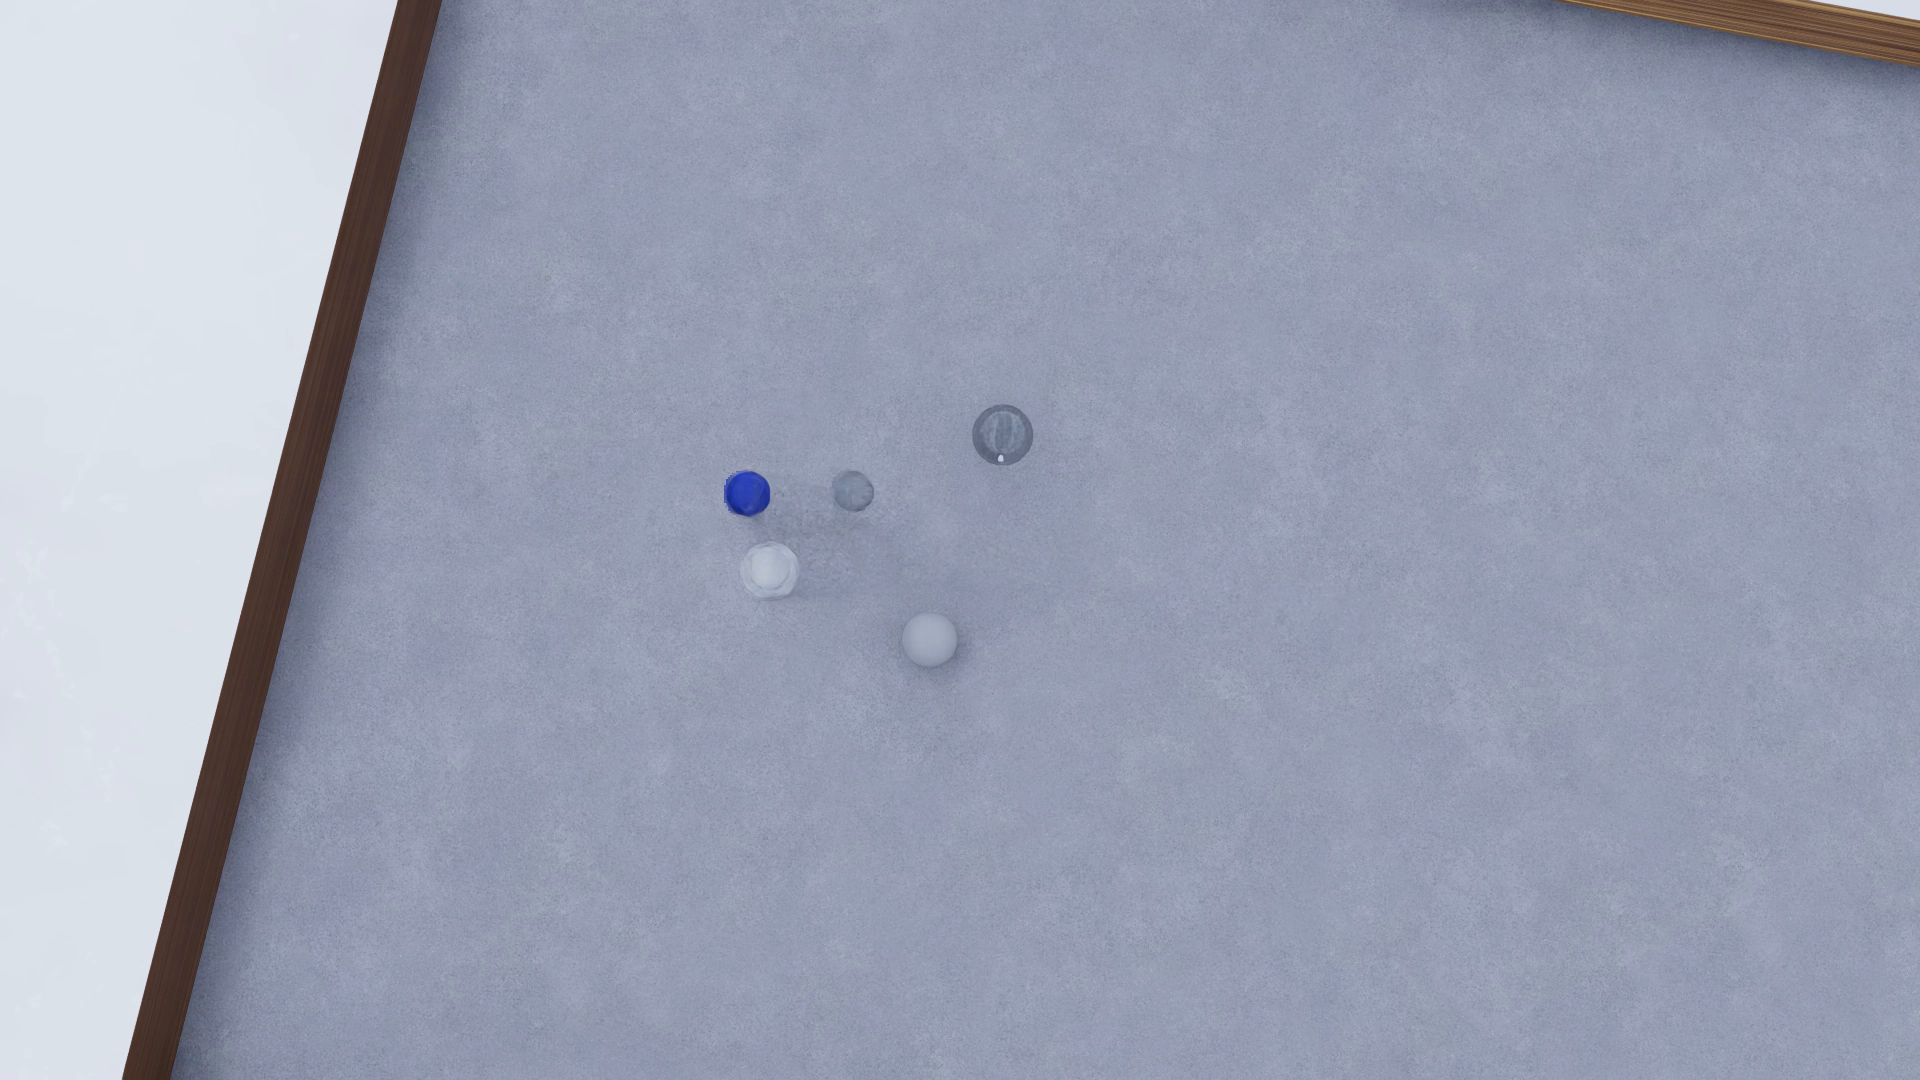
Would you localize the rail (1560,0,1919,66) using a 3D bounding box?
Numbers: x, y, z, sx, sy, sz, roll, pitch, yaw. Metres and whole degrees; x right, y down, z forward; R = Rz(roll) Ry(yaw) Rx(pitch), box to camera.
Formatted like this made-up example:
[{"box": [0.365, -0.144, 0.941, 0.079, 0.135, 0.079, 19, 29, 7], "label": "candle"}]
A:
[{"box": [1.177, -0.810, 3.402, 3.990, 0.121, 0.045, 11, 80, 2], "label": "rail"}]

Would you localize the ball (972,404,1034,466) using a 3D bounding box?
[{"box": [0.064, -0.157, 3.301, 0.093, 0.093, 0.093, 0, 80, 0], "label": "ball"}]

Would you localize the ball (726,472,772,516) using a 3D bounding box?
[{"box": [-0.317, -0.069, 3.298, 0.068, 0.068, 0.068, 0, 80, 0], "label": "ball"}]

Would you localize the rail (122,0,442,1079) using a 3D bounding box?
[{"box": [-0.956, -0.189, 3.292, 0.045, 0.121, 2.107, 11, 80, 2], "label": "rail"}]

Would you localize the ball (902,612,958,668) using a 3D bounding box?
[{"box": [-0.045, 0.147, 3.252, 0.083, 0.083, 0.083, 0, 80, 0], "label": "ball"}]

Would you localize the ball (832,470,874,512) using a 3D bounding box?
[{"box": [-0.160, -0.073, 3.302, 0.062, 0.062, 0.062, 0, 80, 0], "label": "ball"}]

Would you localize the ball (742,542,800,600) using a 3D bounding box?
[{"box": [-0.282, 0.046, 3.268, 0.087, 0.087, 0.087, 0, 80, 0], "label": "ball"}]
